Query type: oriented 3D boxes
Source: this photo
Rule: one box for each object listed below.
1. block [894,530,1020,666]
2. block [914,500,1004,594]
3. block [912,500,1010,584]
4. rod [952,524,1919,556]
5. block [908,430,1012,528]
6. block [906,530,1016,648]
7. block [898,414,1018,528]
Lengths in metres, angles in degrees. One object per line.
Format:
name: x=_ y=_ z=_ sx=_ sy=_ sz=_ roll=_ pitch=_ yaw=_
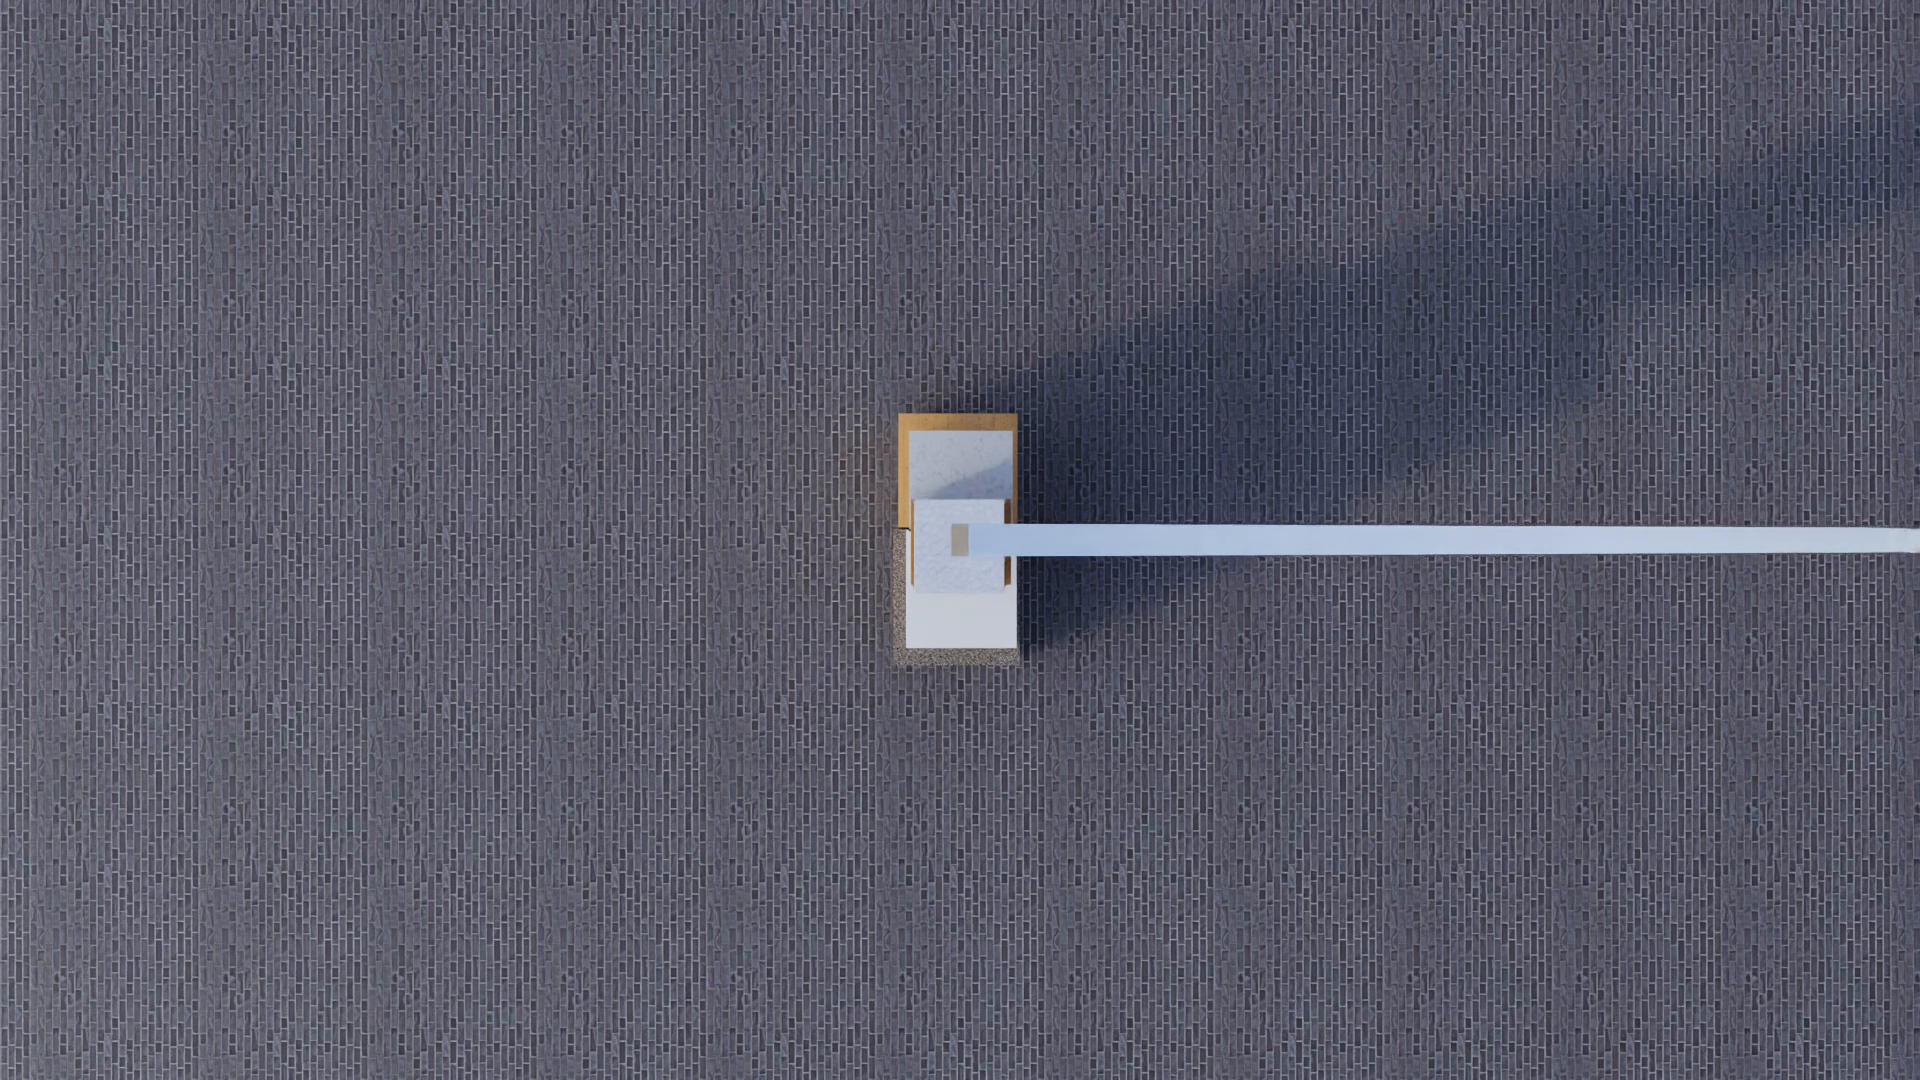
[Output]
block: x=-0.019 y=0.323 z=12.685 sx=0.713 sy=0.630 sz=0.766 roll=0 pitch=90 yaw=0
block: x=-0.003 y=0.026 z=10.522 sx=0.418 sy=0.458 sz=0.439 roll=0 pitch=91 yaw=0
block: x=0.005 y=0.006 z=11.446 sx=0.508 sy=0.535 sz=0.435 roll=0 pitch=91 yaw=0
rod: x=2.212 y=0.000 z=6.741 sx=5.200 sy=0.080 sz=0.080 roll=0 pitch=90 yaw=-32
block: x=0.005 y=-0.324 z=11.991 sx=0.554 sy=0.558 sz=0.517 roll=0 pitch=90 yaw=0
block: x=0.007 y=0.264 z=12.112 sx=0.596 sy=0.516 sz=0.638 roll=0 pitch=90 yaw=0
block: x=-0.011 y=-0.388 z=12.635 sx=0.663 sy=0.730 sz=0.635 roll=0 pitch=90 yaw=0
